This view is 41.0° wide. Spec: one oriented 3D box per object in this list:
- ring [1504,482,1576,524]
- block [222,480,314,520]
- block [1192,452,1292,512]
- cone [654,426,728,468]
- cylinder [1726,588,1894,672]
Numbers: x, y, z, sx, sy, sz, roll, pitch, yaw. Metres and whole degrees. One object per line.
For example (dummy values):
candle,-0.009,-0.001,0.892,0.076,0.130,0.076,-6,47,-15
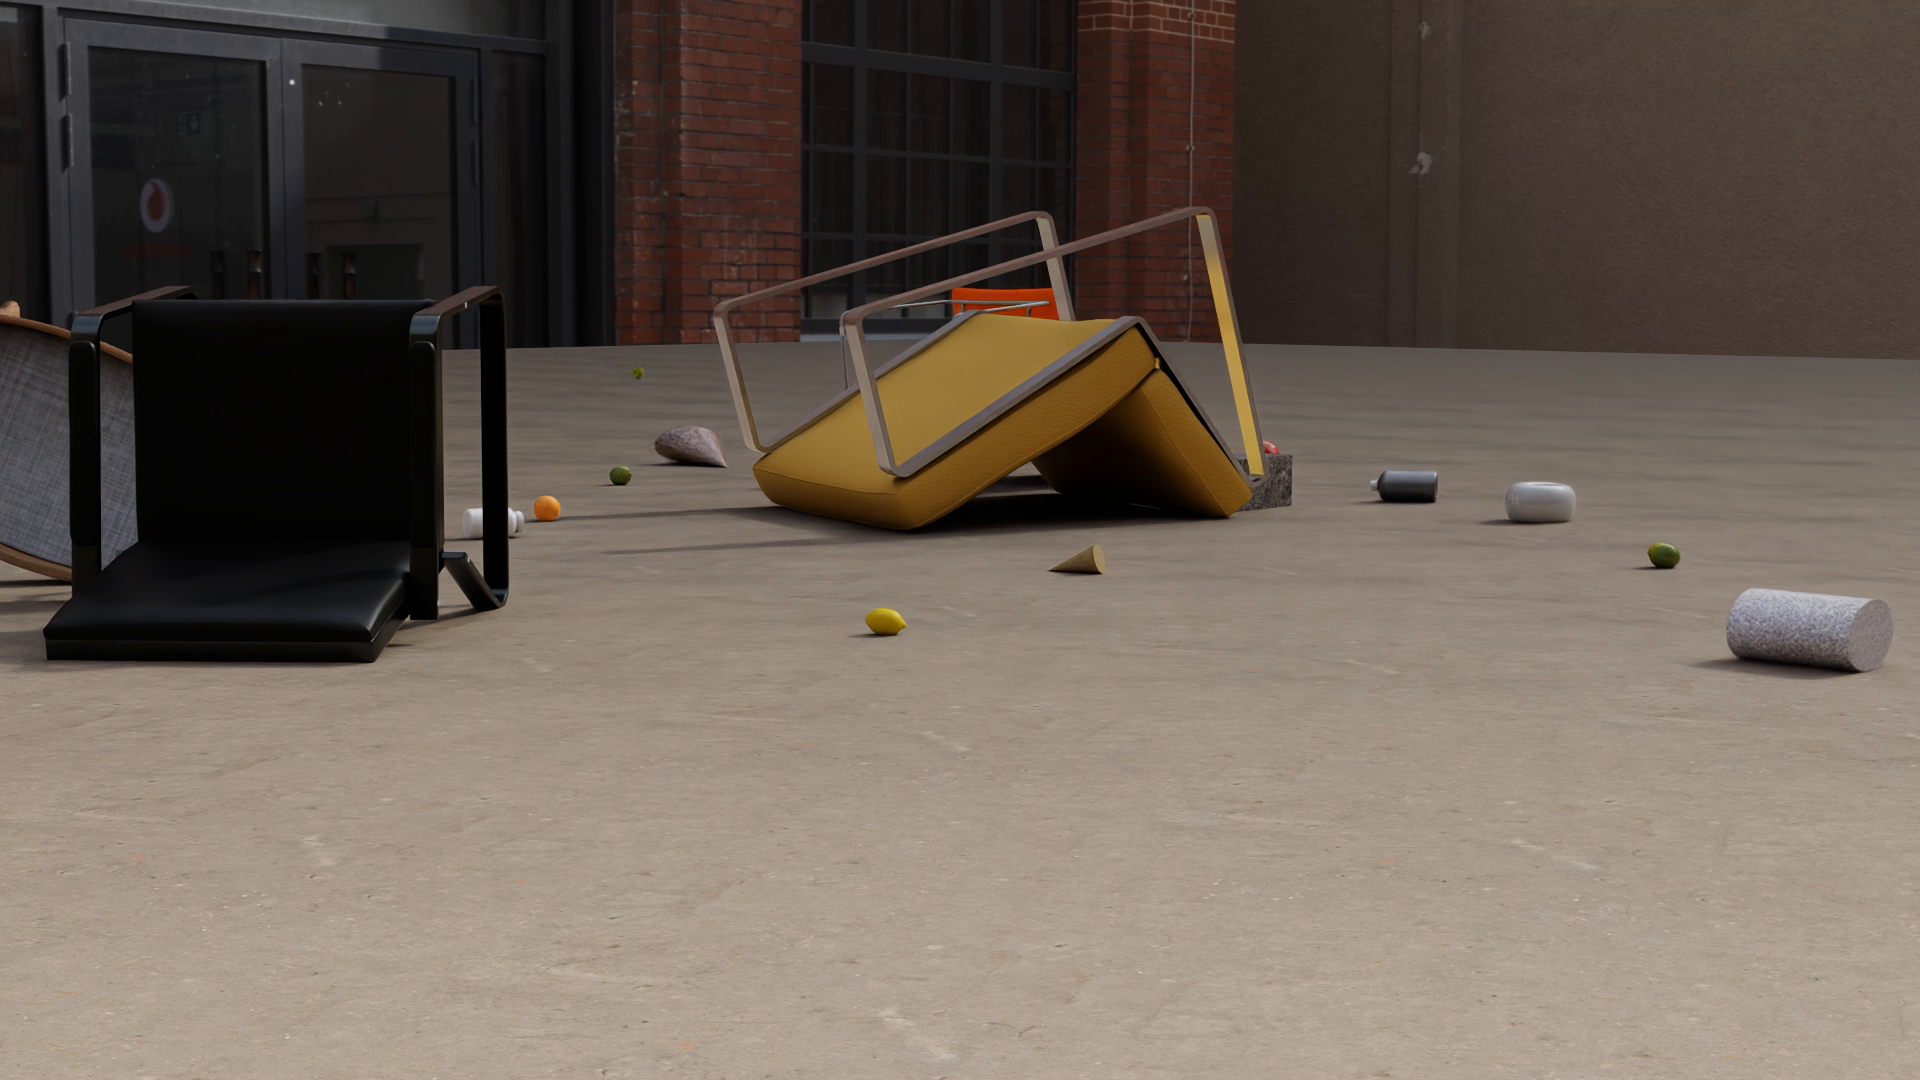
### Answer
ring,1.562,-0.101,6.907,0.226,0.101,0.170,-4,8,-43
block,-1.896,-0.110,7.029,0.131,0.092,0.201,5,8,41
block,0.806,-0.167,7.319,0.162,0.146,0.255,5,8,43
cone,-0.878,-0.292,8.936,0.264,0.130,0.311,-1,17,-32
cylinder,1.443,0.151,4.359,0.165,0.119,0.219,-15,15,-43
